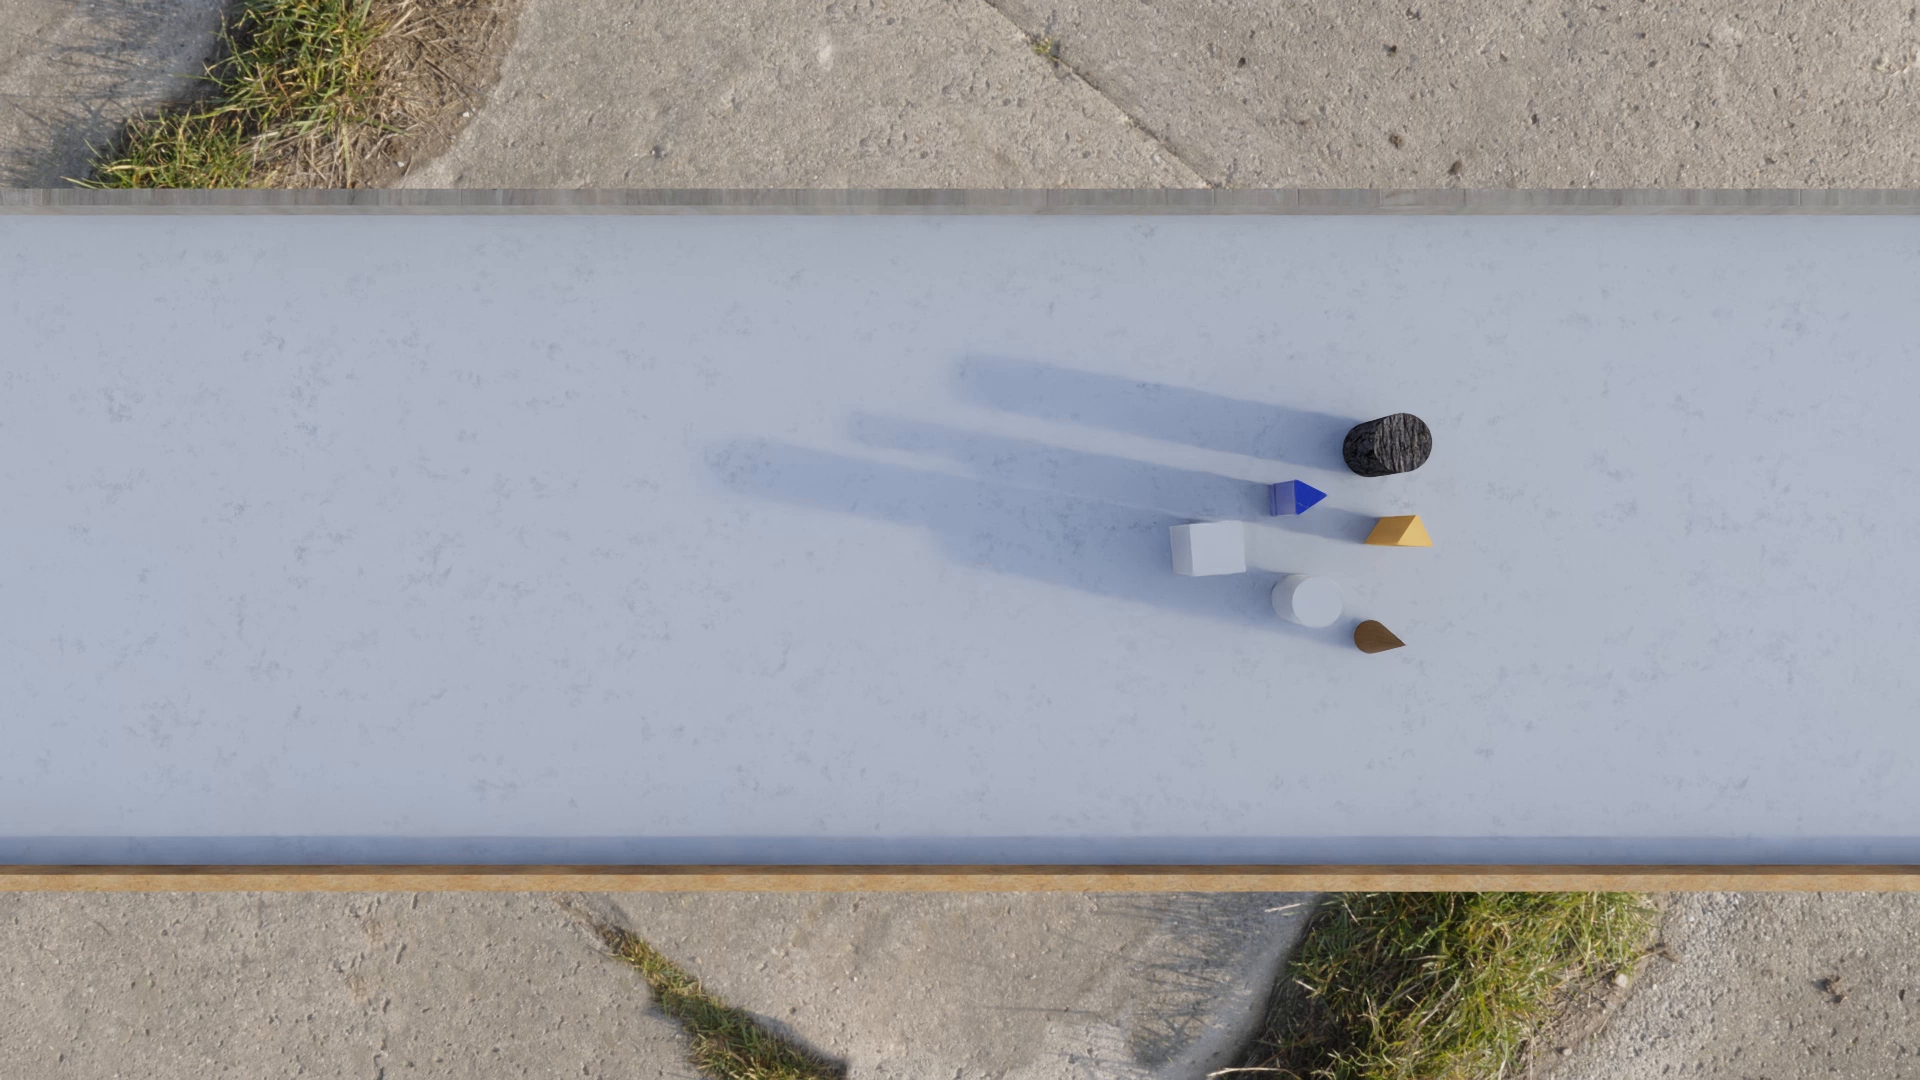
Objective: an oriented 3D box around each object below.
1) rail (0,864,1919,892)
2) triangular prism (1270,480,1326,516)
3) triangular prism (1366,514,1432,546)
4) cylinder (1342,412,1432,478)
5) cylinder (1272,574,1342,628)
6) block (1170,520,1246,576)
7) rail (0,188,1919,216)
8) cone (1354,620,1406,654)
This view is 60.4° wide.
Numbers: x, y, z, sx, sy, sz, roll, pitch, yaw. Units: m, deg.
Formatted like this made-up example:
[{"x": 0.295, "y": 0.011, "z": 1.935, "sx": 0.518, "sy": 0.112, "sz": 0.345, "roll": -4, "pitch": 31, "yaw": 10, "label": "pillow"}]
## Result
[{"x": -2.247, "y": 1.025, "z": 5.001, "sx": 12.000, "sy": 0.150, "sz": 0.050, "roll": 0, "pitch": 90, "yaw": 0, "label": "rail"}, {"x": 0.975, "y": -0.135, "z": 4.877, "sx": 0.099, "sy": 0.399, "sz": 0.086, "roll": -34, "pitch": 90, "yaw": 0, "label": "triangular prism"}, {"x": 1.298, "y": -0.029, "z": 4.884, "sx": 0.099, "sy": 0.386, "sz": 0.086, "roll": 4, "pitch": 90, "yaw": 0, "label": "triangular prism"}, {"x": 1.262, "y": -0.278, "z": 4.890, "sx": 0.170, "sy": 0.372, "sz": 0.170, "roll": 0, "pitch": 90, "yaw": 0, "label": "cylinder"}, {"x": 1.032, "y": 0.180, "z": 4.918, "sx": 0.147, "sy": 0.318, "sz": 0.147, "roll": 0, "pitch": 90, "yaw": 0, "label": "cylinder"}, {"x": 0.723, "y": 0.023, "z": 4.856, "sx": 0.146, "sy": 0.441, "sz": 0.146, "roll": -5, "pitch": 90, "yaw": 0, "label": "block"}, {"x": -2.247, "y": -1.025, "z": 5.002, "sx": 12.000, "sy": 0.150, "sz": 0.050, "roll": 0, "pitch": 90, "yaw": 0, "label": "rail"}, {"x": 1.265, "y": 0.298, "z": 4.873, "sx": 0.104, "sy": 0.408, "sz": 0.104, "roll": 0, "pitch": 90, "yaw": 0, "label": "cone"}]
